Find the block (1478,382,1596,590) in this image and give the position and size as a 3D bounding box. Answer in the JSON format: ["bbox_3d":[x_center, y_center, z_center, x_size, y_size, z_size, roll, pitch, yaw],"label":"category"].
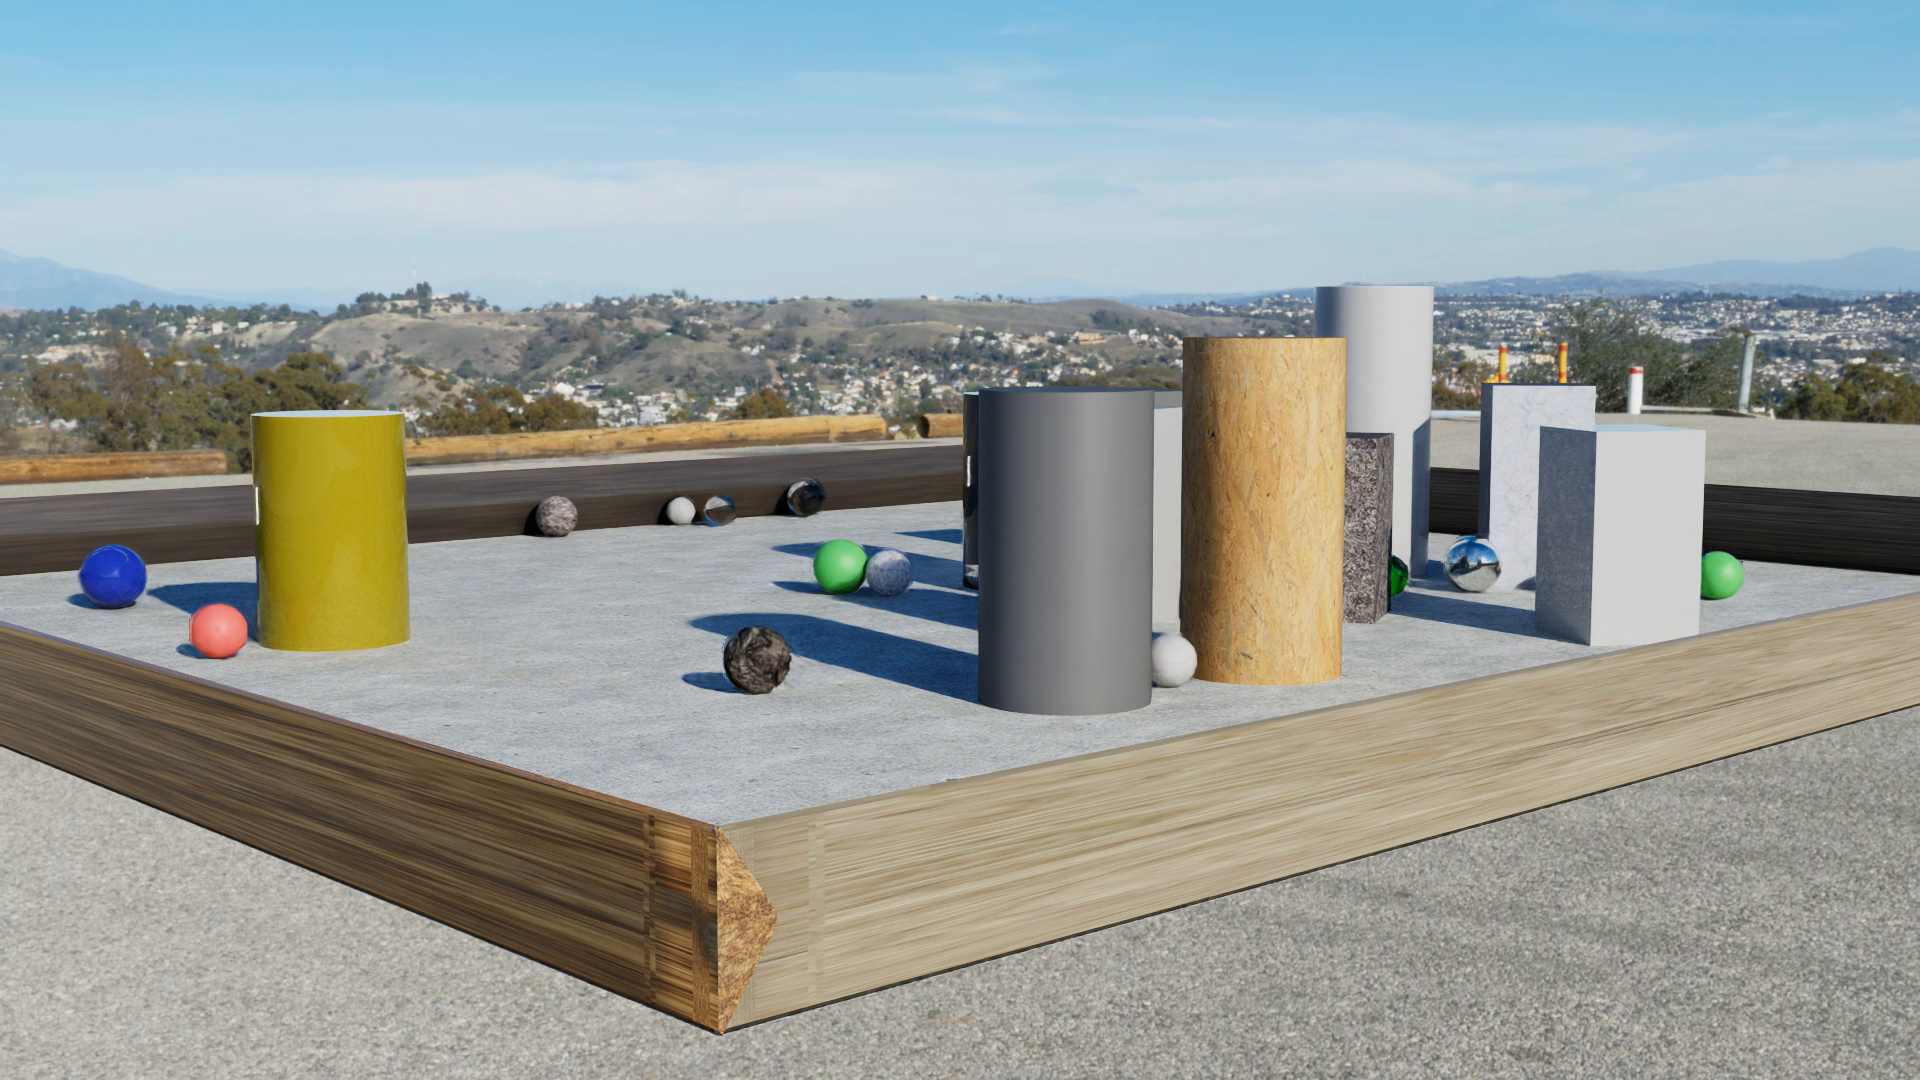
[{"bbox_3d":[0.937,-0.091,3.587,0.159,0.326,0.159,1,6,7],"label":"block"}]

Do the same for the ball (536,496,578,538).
[{"bbox_3d":[-0.797,-0.047,4.341,0.083,0.083,0.083,0,6,0],"label":"ball"}]

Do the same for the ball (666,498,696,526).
[{"bbox_3d":[-0.581,-0.059,4.569,0.060,0.060,0.060,0,6,0],"label":"ball"}]

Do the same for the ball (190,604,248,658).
[{"bbox_3d":[-0.951,0.117,2.824,0.070,0.070,0.070,0,6,0],"label":"ball"}]

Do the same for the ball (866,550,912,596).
[{"bbox_3d":[-0.111,0.051,3.440,0.074,0.074,0.074,0,6,0],"label":"ball"}]

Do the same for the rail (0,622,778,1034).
[{"bbox_3d":[-1.057,0.135,2.361,0.045,0.129,2.732,-5,8,-42],"label":"rail"}]

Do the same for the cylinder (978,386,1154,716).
[{"bbox_3d":[0.120,0.006,2.507,0.199,0.356,0.199,0,6,0],"label":"cylinder"}]

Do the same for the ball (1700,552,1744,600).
[{"bbox_3d":[1.172,0.055,3.400,0.075,0.075,0.075,0,6,0],"label":"ball"}]

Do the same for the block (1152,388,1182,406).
[{"bbox_3d":[0.325,-0.108,3.844,0.159,0.308,0.159,-4,7,-33],"label":"block"}]

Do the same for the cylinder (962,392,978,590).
[{"bbox_3d":[0.104,-0.082,3.571,0.199,0.312,0.199,0,6,0],"label":"cylinder"}]

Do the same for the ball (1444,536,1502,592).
[{"bbox_3d":[0.815,0.038,3.489,0.090,0.090,0.090,0,6,0],"label":"ball"}]

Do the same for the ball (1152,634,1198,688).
[{"bbox_3d":[0.250,0.143,2.610,0.064,0.064,0.064,0,6,0],"label":"ball"}]

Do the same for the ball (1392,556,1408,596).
[{"bbox_3d":[0.670,0.055,3.444,0.065,0.065,0.065,0,6,0],"label":"ball"}]

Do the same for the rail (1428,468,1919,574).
[{"bbox_3d":[1.057,-0.067,4.302,0.045,0.129,2.732,-5,8,-42],"label":"rail"}]

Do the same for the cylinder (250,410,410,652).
[{"bbox_3d":[-0.848,-0.017,2.967,0.199,0.307,0.199,0,6,0],"label":"cylinder"}]

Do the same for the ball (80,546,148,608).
[{"bbox_3d":[-1.270,0.055,3.301,0.095,0.095,0.095,0,6,0],"label":"ball"}]

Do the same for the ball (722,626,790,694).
[{"bbox_3d":[-0.237,0.140,2.568,0.079,0.079,0.079,0,6,0],"label":"ball"}]

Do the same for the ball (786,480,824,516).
[{"bbox_3d":[-0.334,-0.091,4.766,0.082,0.082,0.082,0,6,0],"label":"ball"}]

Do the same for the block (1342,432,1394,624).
[{"bbox_3d":[0.542,-0.022,3.225,0.159,0.265,0.159,2,6,20],"label":"block"}]

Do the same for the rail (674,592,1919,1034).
[{"bbox_3d":[0.910,0.136,2.351,2.925,0.129,0.045,-5,8,-42],"label":"rail"}]

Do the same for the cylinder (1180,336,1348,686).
[{"bbox_3d":[0.371,-0.042,2.700,0.199,0.412,0.199,0,6,0],"label":"cylinder"}]

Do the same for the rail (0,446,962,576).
[{"bbox_3d":[-0.910,-0.069,4.313,2.925,0.129,0.045,-5,8,-42],"label":"rail"}]

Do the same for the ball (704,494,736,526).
[{"bbox_3d":[-0.497,-0.061,4.556,0.065,0.065,0.065,0,6,0],"label":"ball"}]

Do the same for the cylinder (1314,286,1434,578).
[{"bbox_3d":[0.699,-0.186,3.738,0.199,0.485,0.199,0,6,0],"label":"cylinder"}]

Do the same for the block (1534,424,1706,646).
[{"bbox_3d":[0.900,-0.010,3.009,0.159,0.286,0.159,-1,6,-12],"label":"block"}]

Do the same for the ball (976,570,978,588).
[{"bbox_3d":[0.068,0.058,3.307,0.088,0.088,0.088,0,6,0],"label":"ball"}]

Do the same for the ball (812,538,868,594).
[{"bbox_3d":[-0.188,0.042,3.465,0.087,0.087,0.087,0,6,0],"label":"ball"}]

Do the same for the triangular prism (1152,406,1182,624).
[{"bbox_3d":[0.250,-0.042,3.219,0.149,0.306,0.172,4,7,36],"label":"triangular prism"}]
